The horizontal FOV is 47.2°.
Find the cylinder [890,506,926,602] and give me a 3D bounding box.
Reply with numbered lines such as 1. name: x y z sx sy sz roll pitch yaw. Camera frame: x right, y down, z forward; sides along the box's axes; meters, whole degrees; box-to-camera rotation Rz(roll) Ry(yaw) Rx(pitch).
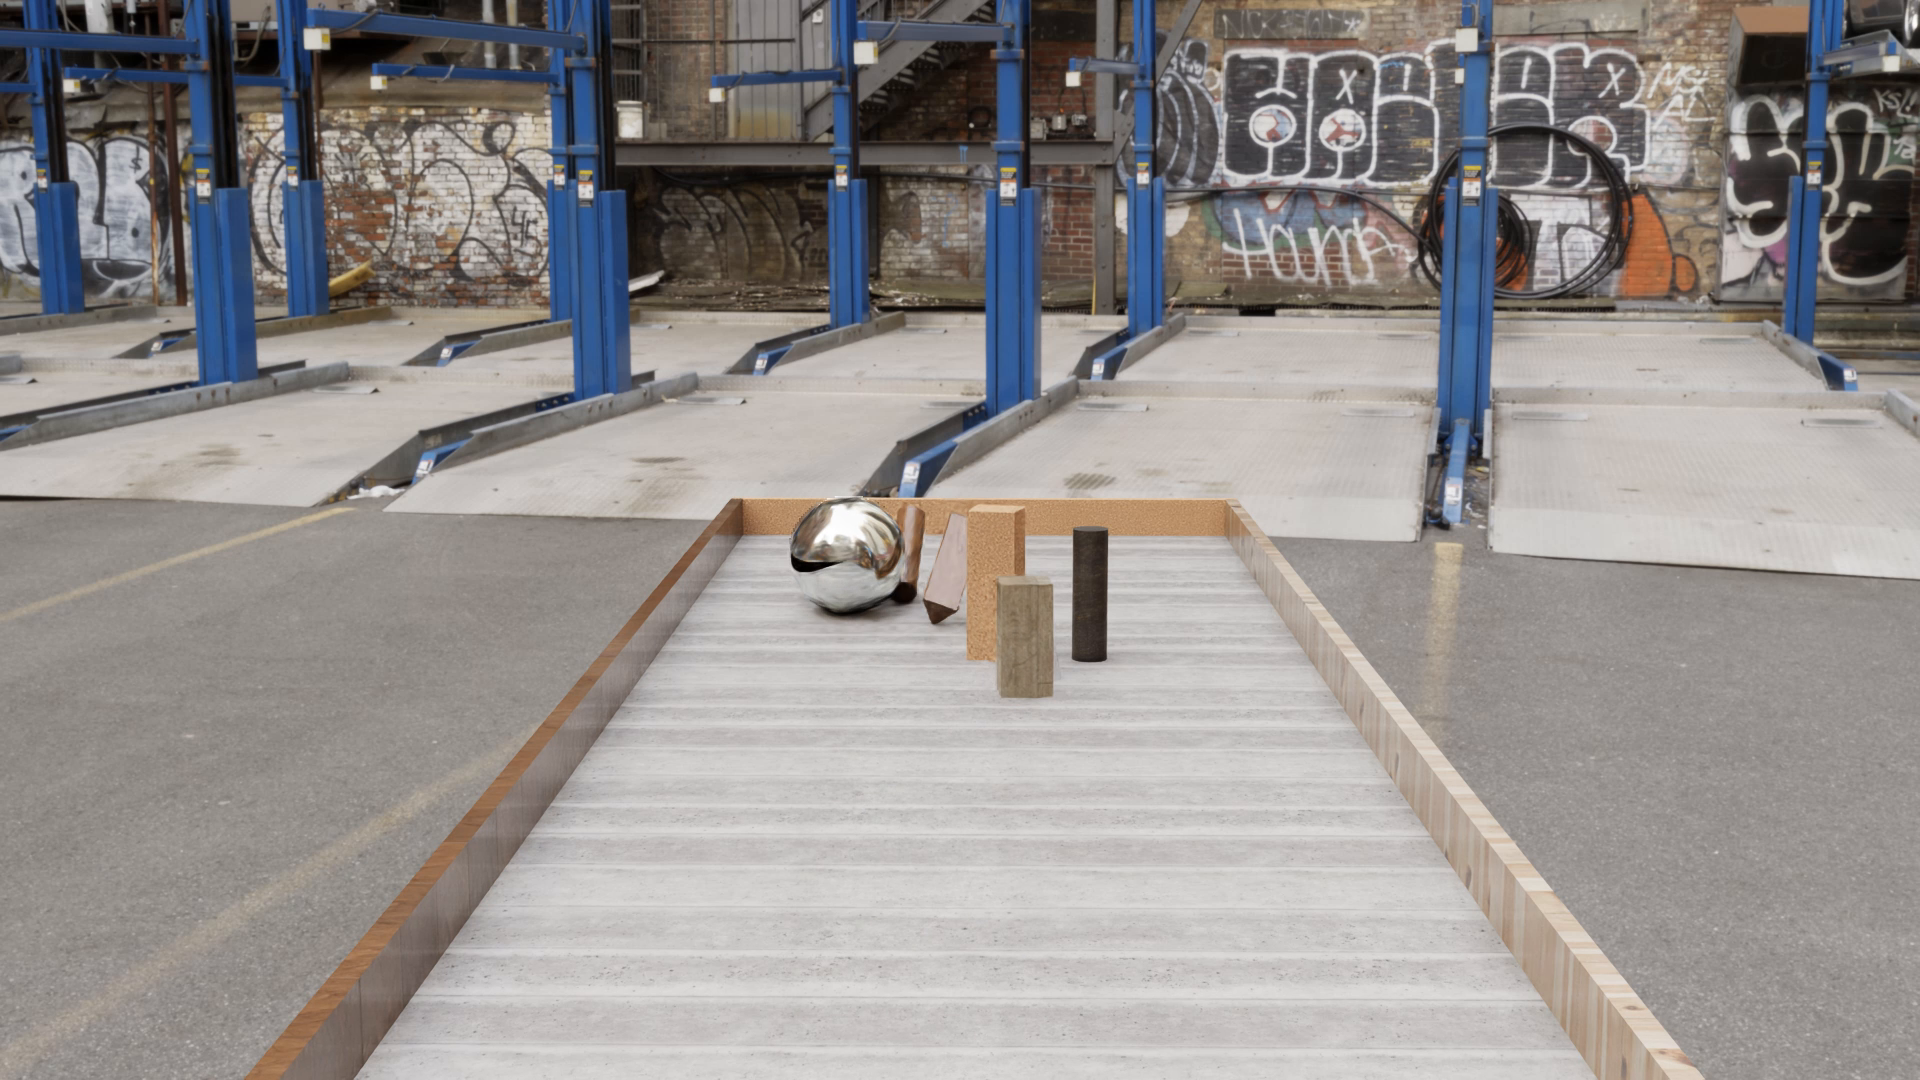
1. cylinder: -0.189 0.048 7.738 0.105 0.105 0.392 1 43 5

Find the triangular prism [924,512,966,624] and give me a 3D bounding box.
1. triangular prism: -0.039 0.080 7.338 0.117 0.101 0.428 -31 28 37

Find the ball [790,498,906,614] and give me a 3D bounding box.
1. ball: -0.377 0.053 7.416 0.393 0.393 0.393 0 9 0

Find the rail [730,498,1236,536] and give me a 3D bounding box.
1. rail: 0.099 -0.098 9.147 2.100 0.150 0.050 0 9 1

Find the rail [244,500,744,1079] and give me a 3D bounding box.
1. rail: -1.004 0.839 3.234 0.050 0.150 12.000 0 9 1

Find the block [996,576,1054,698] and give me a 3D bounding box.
1. block: 0.184 0.273 6.253 0.147 0.323 0.147 -1 9 -4

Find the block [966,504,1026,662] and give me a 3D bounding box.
1. block: 0.111 0.131 6.718 0.148 0.459 0.148 2 9 15

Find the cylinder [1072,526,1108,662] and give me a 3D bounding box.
1. cylinder: 0.395 0.164 6.689 0.109 0.402 0.109 0 9 0

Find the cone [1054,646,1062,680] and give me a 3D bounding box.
1. cone: 0.233 0.252 6.444 0.132 0.305 0.132 0 9 0

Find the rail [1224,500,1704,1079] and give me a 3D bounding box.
1. rail: 1.046 0.843 3.208 0.050 0.150 12.000 0 9 1
